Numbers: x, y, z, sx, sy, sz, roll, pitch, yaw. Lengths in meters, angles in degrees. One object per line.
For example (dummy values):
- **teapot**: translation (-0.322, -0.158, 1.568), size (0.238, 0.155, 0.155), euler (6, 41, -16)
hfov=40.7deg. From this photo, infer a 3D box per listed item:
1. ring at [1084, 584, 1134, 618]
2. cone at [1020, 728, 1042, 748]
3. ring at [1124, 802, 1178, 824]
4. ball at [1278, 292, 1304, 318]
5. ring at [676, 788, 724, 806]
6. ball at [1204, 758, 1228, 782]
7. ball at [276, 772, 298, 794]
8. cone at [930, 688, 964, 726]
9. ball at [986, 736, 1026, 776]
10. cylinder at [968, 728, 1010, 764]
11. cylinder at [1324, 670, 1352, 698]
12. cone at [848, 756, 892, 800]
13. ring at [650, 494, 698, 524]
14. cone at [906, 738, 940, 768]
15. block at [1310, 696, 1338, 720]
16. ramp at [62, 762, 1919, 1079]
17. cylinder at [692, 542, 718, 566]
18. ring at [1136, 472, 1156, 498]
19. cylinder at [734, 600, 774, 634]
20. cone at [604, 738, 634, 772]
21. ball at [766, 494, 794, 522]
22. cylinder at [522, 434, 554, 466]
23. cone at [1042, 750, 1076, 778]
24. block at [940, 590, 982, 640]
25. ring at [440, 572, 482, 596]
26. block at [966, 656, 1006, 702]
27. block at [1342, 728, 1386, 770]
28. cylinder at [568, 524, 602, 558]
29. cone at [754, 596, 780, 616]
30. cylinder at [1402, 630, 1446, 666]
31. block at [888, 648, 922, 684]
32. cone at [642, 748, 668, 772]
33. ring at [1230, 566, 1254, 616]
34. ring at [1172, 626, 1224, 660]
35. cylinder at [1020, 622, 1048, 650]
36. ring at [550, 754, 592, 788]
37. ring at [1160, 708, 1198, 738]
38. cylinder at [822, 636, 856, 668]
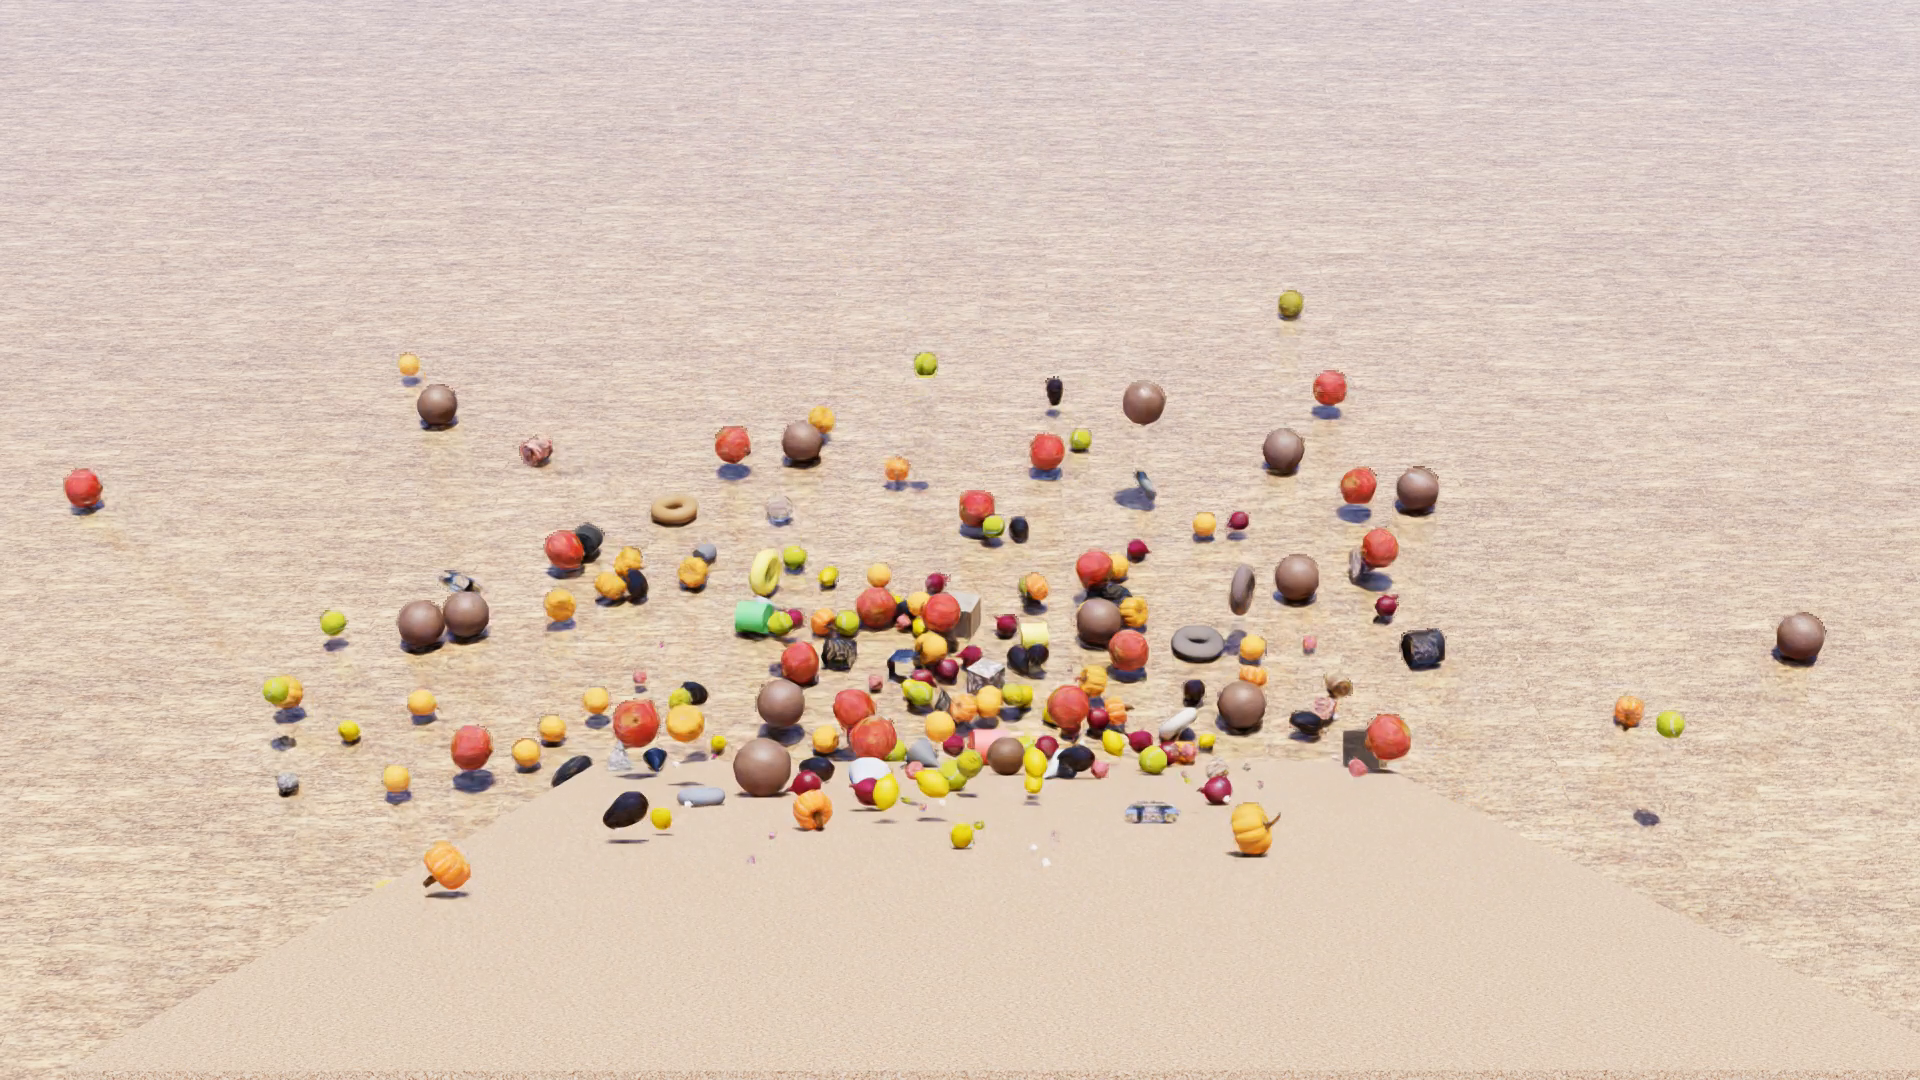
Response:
- **ring**: translation (0.430, 0.175, 7.469), size (0.143, 0.048, 0.143), euler (-1, 32, 0)
- **cone**: translation (0.194, 0.538, 6.884), size (0.056, 0.056, 0.056), euler (29, 33, -4)
- **ring**: translation (0.383, 0.547, 5.183), size (0.108, 0.036, 0.108), euler (-1, 1, 0)
- **ball**: translation (1.162, -0.828, 9.102), size (0.091, 0.091, 0.091), euler (0, 31, 0)
- **ring**: translation (-0.555, 0.550, 5.545), size (0.103, 0.034, 0.103), euler (-1, 0, 0)
- **ball**: translation (0.603, 0.541, 6.077), size (0.056, 0.056, 0.056), euler (0, 31, 0)
- **ball**: translation (-1.741, 0.628, 6.703), size (0.056, 0.056, 0.056), euler (0, 31, 0)
- **cone**: translation (-0.041, 0.437, 6.976), size (0.090, 0.090, 0.090), euler (-7, 25, 3)
- **ball**: translation (0.113, 0.523, 6.277), size (0.095, 0.095, 0.095), euler (0, 31, 0)
- **cylinder**: translation (0.073, 0.527, 6.609), size (0.089, 0.089, 0.089), euler (6, 30, -12)
- **cylinder**: translation (1.035, 0.395, 7.093), size (0.055, 0.055, 0.055), euler (-9, 31, -15)
- **cone**: translation (-0.208, 0.545, 5.695), size (0.100, 0.100, 0.100), euler (6, 28, 10)
- **ring**: translation (-0.875, -0.094, 7.918), size (0.146, 0.049, 0.146), euler (0, 30, 0)
- **cone**: translation (-0.077, 0.553, 6.507), size (0.083, 0.083, 0.083), euler (32, 43, 32)
- **block**: translation (0.980, 0.453, 6.971), size (0.054, 0.054, 0.054), euler (17, 2, 17)
- **ramp**: translation (0.069, 0.611, 4.683), size (2.000, 0.100, 4.000), euler (0, 0, 0)
- **cylinder**: translation (-0.757, 0.042, 7.685), size (0.053, 0.053, 0.053), euler (19, 36, 29)
- **ring**: translation (0.571, -0.169, 7.957), size (0.032, 0.097, 0.097), euler (-34, 29, 13)
- **cylinder**: translation (-0.584, 0.219, 7.340), size (0.086, 0.086, 0.086), euler (5, 31, 16)
- **cone**: translation (-0.848, 0.533, 6.444), size (0.079, 0.079, 0.079), euler (0, 0, 0)
- **ball**: translation (-0.550, -0.097, 7.887), size (0.085, 0.085, 0.085), euler (0, 31, 0)
- **cylinder**: translation (-1.337, -0.285, 8.195), size (0.072, 0.072, 0.072), euler (20, 41, 30)
- **cone**: translation (0.225, 0.553, 6.199), size (0.078, 0.078, 0.078), euler (-29, 41, -31)
- **block**: translation (0.002, 0.213, 7.362), size (0.092, 0.092, 0.092), euler (10, 32, 16)
- **ring**: translation (-1.432, 0.126, 7.424), size (0.124, 0.124, 0.041), euler (12, 77, 20)
- **block**: translation (0.071, 0.381, 7.097), size (0.076, 0.076, 0.076), euler (21, 37, 31)
- **block**: translation (1.016, 0.525, 6.507), size (0.093, 0.093, 0.093), euler (0, 0, 21)
- **cylinder**: translation (-1.114, 0.004, 7.706), size (0.080, 0.080, 0.080), euler (6, 21, 10)
- **cone**: translation (-0.569, 0.221, 7.401), size (0.085, 0.085, 0.085), euler (14, 60, 22)
- **cylinder**: translation (1.291, 0.300, 7.213), size (0.091, 0.091, 0.091), euler (-5, 31, -13)
- **block**: translation (-0.152, 0.349, 7.150), size (0.068, 0.068, 0.068), euler (9, 31, 26)
- **cone**: translation (-0.750, 0.557, 6.384), size (0.065, 0.065, 0.065), euler (-5, 27, -7)
- **ring**: translation (0.786, 0.142, 7.221), size (0.047, 0.141, 0.141), euler (8, 32, 17)
- **ring**: translation (0.669, 0.289, 7.276), size (0.149, 0.050, 0.149), euler (0, 30, 0)
- **cylinder**: translation (0.208, 0.270, 7.279), size (0.073, 0.073, 0.073), euler (-3, 31, -4)
- **ring**: translation (-0.989, 0.593, 6.596), size (0.122, 0.122, 0.041), euler (-30, 74, -40)
- **ring**: translation (0.582, 0.488, 6.898), size (0.118, 0.118, 0.039), euler (-31, 81, -40)
- **cylinder**: translation (-0.336, 0.313, 7.208), size (0.077, 0.077, 0.077), euler (8, 32, 14)
